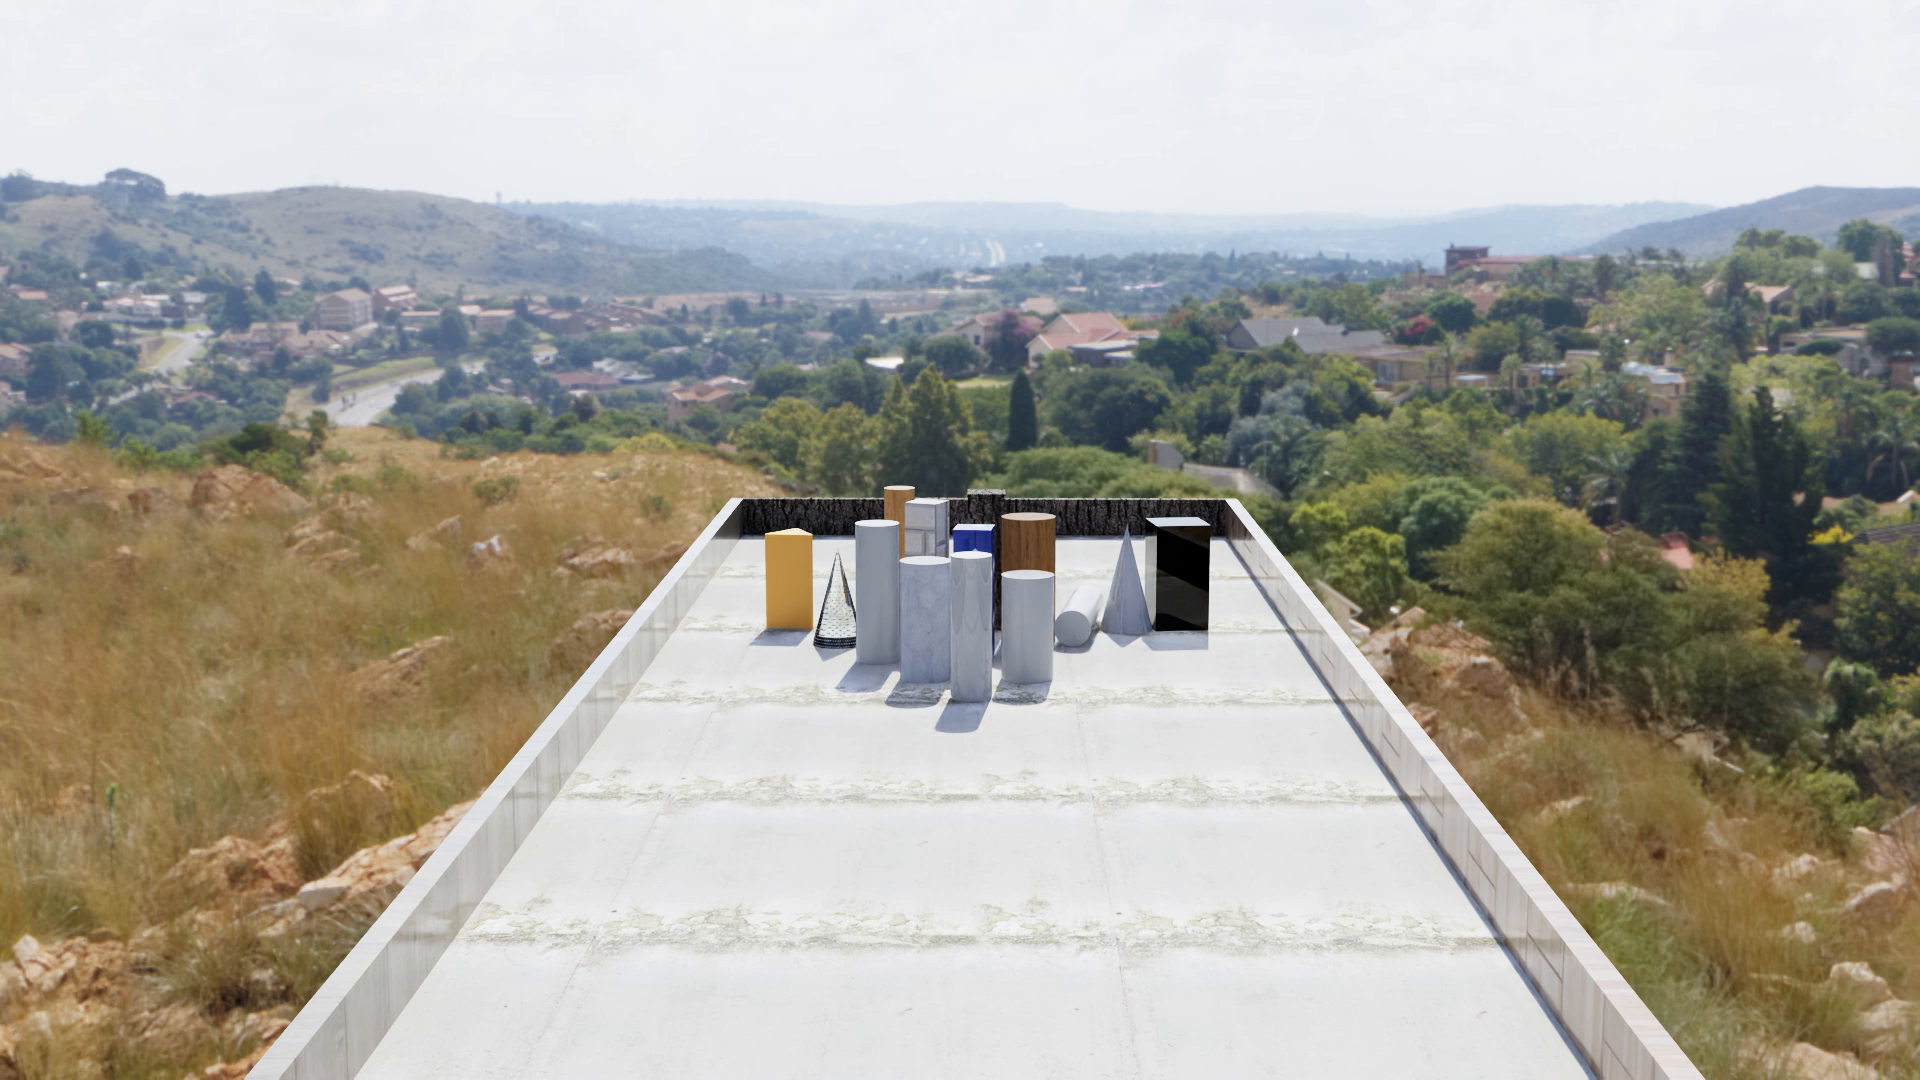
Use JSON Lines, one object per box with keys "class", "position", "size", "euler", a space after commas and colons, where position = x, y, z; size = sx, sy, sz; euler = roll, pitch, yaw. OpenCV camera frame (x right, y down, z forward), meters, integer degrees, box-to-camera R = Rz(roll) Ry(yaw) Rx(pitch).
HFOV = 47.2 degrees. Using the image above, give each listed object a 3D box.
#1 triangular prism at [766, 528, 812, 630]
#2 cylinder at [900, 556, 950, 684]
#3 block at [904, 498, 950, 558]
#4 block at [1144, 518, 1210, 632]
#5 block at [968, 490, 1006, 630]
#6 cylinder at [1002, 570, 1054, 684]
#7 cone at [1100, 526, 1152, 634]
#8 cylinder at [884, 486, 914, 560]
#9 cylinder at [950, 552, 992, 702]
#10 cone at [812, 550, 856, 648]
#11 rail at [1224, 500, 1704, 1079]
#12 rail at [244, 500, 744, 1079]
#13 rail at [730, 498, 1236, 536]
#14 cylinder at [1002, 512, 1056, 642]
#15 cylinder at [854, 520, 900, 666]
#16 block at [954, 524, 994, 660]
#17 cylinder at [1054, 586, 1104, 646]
{"class": "triangular prism", "position": [-0.548, 0.125, 7.226], "size": [0.154, 0.311, 0.134], "euler": [1, 9, 7]}
{"class": "cylinder", "position": [-0.100, 0.232, 6.425], "size": [0.151, 0.350, 0.151], "euler": [0, 9, 0]}
{"class": "block", "position": [-0.103, 0.101, 6.937], "size": [0.104, 0.449, 0.104], "euler": [4, 10, 25]}
{"class": "block", "position": [0.711, 0.111, 7.207], "size": [0.176, 0.346, 0.176], "euler": [-1, 9, -7]}
{"class": "block", "position": [0.086, 0.063, 7.183], "size": [0.123, 0.446, 0.123], "euler": [0, 9, 0]}
{"class": "cylinder", "position": [0.197, 0.253, 6.429], "size": [0.154, 0.308, 0.154], "euler": [0, 9, 0]}
{"class": "cone", "position": [0.541, 0.121, 7.147], "size": [0.172, 0.343, 0.172], "euler": [0, 9, 0]}
{"class": "cylinder", "position": [-0.197, 0.057, 7.187], "size": [0.100, 0.458, 0.100], "euler": [0, 9, 0]}
{"class": "cylinder", "position": [0.031, 0.243, 6.179], "size": [0.118, 0.407, 0.118], "euler": [0, 9, 0]}
{"class": "cone", "position": [-0.384, 0.175, 6.922], "size": [0.165, 0.309, 0.165], "euler": [0, 9, 0]}
{"class": "rail", "position": [1.046, 0.843, 3.208], "size": [0.050, 0.150, 12.000], "euler": [0, 9, 1]}
{"class": "rail", "position": [-1.004, 0.839, 3.234], "size": [0.050, 0.150, 12.000], "euler": [0, 9, 1]}
{"class": "rail", "position": [0.099, -0.098, 9.147], "size": [2.100, 0.150, 0.050], "euler": [0, 9, 1]}
{"class": "cylinder", "position": [0.216, 0.124, 6.946], "size": [0.171, 0.400, 0.171], "euler": [0, 9, 0]}
{"class": "cylinder", "position": [-0.250, 0.158, 6.662], "size": [0.133, 0.423, 0.133], "euler": [0, 9, 0]}
{"class": "block", "position": [0.043, 0.163, 6.680], "size": [0.114, 0.408, 0.114], "euler": [1, 9, 7]}
{"class": "cylinder", "position": [0.387, 0.243, 7.106], "size": [0.117, 0.117, 0.451], "euler": [1, 9, 9]}
